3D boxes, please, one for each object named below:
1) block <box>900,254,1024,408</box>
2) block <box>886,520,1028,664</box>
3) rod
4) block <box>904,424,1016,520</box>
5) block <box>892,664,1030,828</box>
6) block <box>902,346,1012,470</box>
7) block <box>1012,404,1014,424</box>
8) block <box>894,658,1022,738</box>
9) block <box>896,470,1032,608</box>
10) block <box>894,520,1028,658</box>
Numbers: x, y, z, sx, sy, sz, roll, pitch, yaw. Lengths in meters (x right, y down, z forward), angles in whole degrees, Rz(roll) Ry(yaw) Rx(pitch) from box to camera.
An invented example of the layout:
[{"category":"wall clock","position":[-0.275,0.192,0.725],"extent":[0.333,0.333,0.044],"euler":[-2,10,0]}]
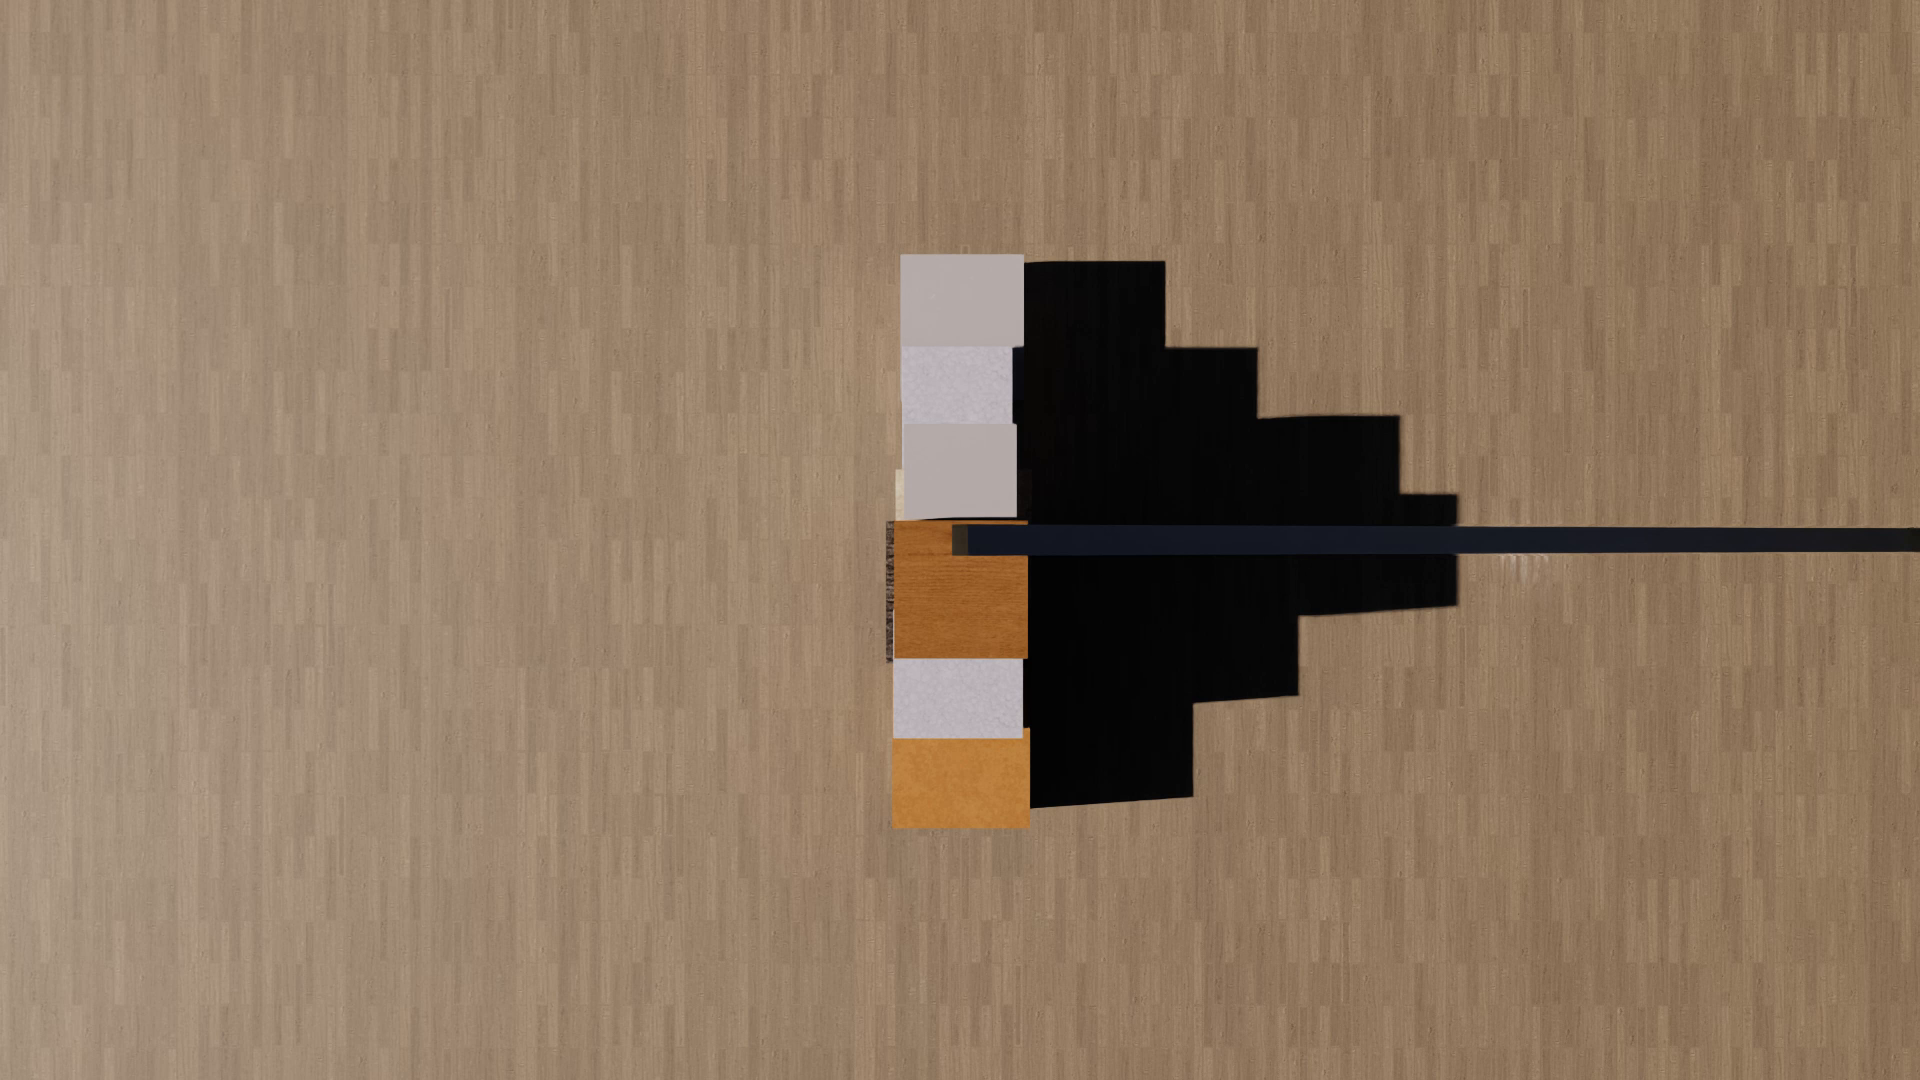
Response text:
[{"category":"block","position":[0.013,-1.186,12.623],"extent":[0.687,0.754,0.808],"euler":[0,90,0]},{"category":"block","position":[-0.018,0.290,12.584],"extent":[0.783,0.832,0.791],"euler":[0,90,0]},{"category":"rod","position":[2.234,0.000,6.953],"extent":[5.200,0.080,0.080],"euler":[0,90,-31]},{"category":"block","position":[0.002,-0.341,11.189],"extent":[0.560,0.454,0.474],"euler":[0,90,0]},{"category":"block","position":[0.007,1.143,12.564],"extent":[0.759,0.873,0.895],"euler":[0,90,0]},{"category":"block","position":[-0.014,-0.704,11.974],"extent":[0.586,0.547,0.662],"euler":[0,91,0]},{"category":"block","position":[0.016,-0.444,12.695],"extent":[0.572,0.610,0.656],"euler":[0,90,0]},{"category":"block","position":[-0.010,0.702,11.828],"extent":[0.679,0.598,0.677],"euler":[0,90,0]},{"category":"block","position":[0.020,-0.007,11.792],"extent":[0.706,0.752,0.721],"euler":[0,90,0]},{"category":"block","position":[0.005,0.242,11.060],"extent":[0.651,0.713,0.672],"euler":[0,90,0]}]
